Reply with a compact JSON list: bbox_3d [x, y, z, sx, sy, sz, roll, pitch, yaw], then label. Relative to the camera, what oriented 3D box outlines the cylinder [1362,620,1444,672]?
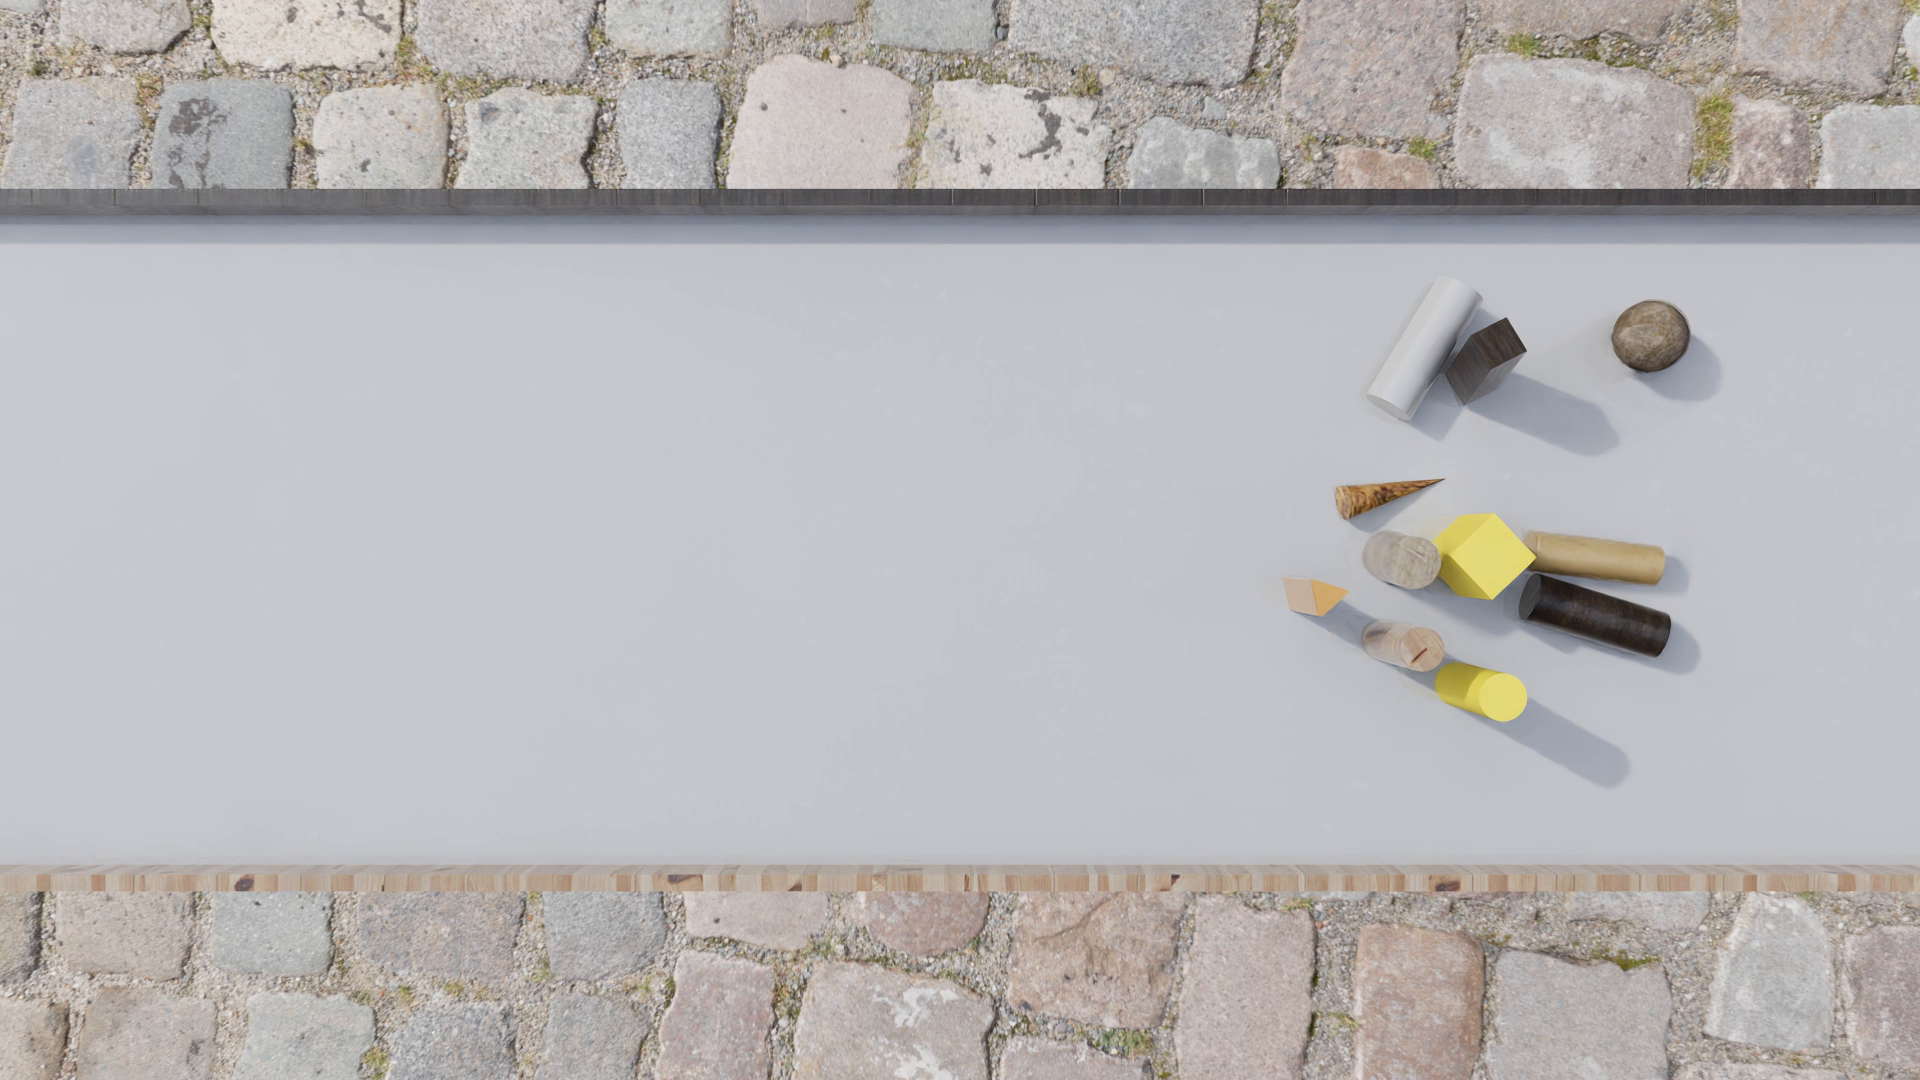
[{"bbox_3d":[1.297,0.307,4.850,0.125,0.452,0.125,0,90,0],"label":"cylinder"}]

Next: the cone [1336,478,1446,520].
[{"bbox_3d":[1.333,-0.151,5.050,0.347,0.107,0.107,-13,90,-9],"label":"cone"}]

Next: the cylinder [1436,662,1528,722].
[{"bbox_3d":[1.530,0.443,4.861,0.136,0.430,0.136,0,90,0],"label":"cylinder"}]

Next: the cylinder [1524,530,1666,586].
[{"bbox_3d":[1.923,0.054,5.015,0.390,0.123,0.123,7,90,0],"label":"cylinder"}]

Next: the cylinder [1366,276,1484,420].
[{"bbox_3d":[1.407,-0.581,5.000,0.153,0.153,0.419,32,90,0],"label":"cylinder"}]

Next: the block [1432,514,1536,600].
[{"bbox_3d":[1.539,0.048,4.918,0.177,0.318,0.177,-43,90,0],"label":"block"}]

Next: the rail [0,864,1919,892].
[{"bbox_3d":[-2.247,1.025,5.001,12.000,0.150,0.050,0,90,0],"label":"rail"}]

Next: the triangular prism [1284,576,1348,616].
[{"bbox_3d":[1.026,0.147,4.866,0.107,0.422,0.093,-42,90,0],"label":"triangular prism"}]

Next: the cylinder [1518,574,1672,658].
[{"bbox_3d":[1.923,0.230,5.003,0.408,0.148,0.148,17,90,0],"label":"cylinder"}]

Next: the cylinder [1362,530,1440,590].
[{"bbox_3d":[1.314,0.056,4.918,0.153,0.307,0.153,0,94,0],"label":"cylinder"}]

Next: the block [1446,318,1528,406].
[{"bbox_3d":[1.550,-0.524,4.876,0.115,0.385,0.115,-27,78,0],"label":"block"}]

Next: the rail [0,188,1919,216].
[{"bbox_3d":[-2.247,-1.025,5.002,12.000,0.150,0.050,0,90,0],"label":"rail"}]

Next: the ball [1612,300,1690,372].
[{"bbox_3d":[2.080,-0.613,4.969,0.215,0.215,0.215,0,90,0],"label":"ball"}]
